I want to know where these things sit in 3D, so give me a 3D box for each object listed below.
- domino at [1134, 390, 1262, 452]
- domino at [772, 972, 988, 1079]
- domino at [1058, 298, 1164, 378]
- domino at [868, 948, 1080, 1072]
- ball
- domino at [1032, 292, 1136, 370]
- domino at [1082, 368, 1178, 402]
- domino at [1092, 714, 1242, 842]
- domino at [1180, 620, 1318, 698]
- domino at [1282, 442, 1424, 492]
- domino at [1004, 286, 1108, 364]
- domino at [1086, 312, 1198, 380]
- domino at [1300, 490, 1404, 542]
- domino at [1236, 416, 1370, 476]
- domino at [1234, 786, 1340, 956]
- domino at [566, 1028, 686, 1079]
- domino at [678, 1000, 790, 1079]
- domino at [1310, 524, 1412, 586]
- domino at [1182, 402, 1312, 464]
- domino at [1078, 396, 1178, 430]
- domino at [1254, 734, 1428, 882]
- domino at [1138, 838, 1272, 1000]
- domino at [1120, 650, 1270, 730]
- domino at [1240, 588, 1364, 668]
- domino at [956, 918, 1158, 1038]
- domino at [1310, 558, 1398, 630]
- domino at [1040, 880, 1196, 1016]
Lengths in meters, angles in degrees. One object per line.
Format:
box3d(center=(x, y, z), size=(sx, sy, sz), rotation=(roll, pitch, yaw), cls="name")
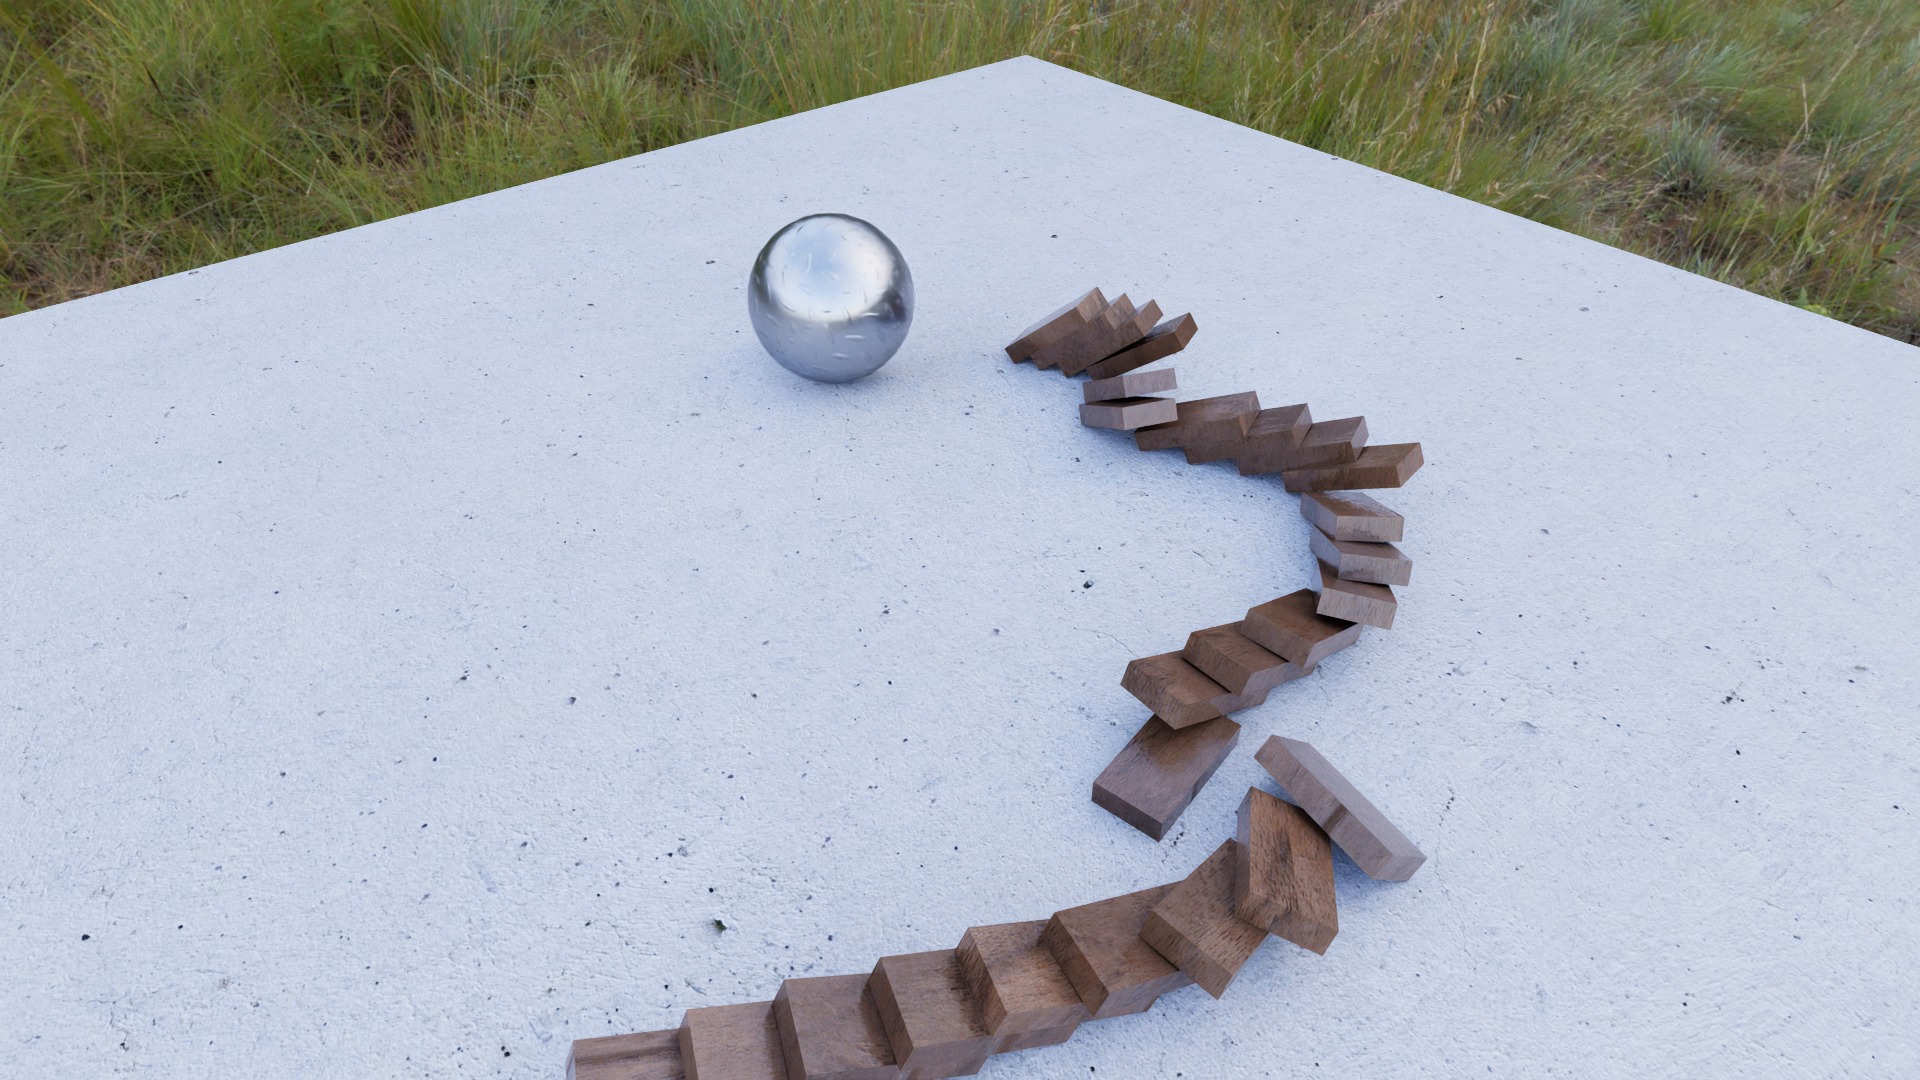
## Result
box3d(center=(0.106, -0.053, 0.492), size=(0.050, 0.009, 0.025), rotation=(-5, 31, 38), cls="domino")
box3d(center=(-0.020, 0.123, 0.278), size=(0.050, 0.010, 0.025), rotation=(8, 33, -29), cls="domino")
box3d(center=(0.073, -0.099, 0.540), size=(0.050, 0.010, 0.025), rotation=(-23, 18, 44), cls="domino")
box3d(center=(0.004, 0.119, 0.283), size=(0.050, 0.009, 0.025), rotation=(6, 33, -31), cls="domino")
box3d(center=(-0.062, -0.116, 0.529), size=(0.080, 0.080, 0.080), rotation=(0, 39, 0), cls="ball")
box3d(center=(0.060, -0.103, 0.545), size=(0.050, 0.010, 0.025), rotation=(-23, 18, 45), cls="domino")
box3d(center=(0.078, -0.072, 0.511), size=(0.025, 0.009, 0.050), rotation=(-11, 7, -13), cls="domino")
box3d(center=(0.067, 0.072, 0.356), size=(0.025, 0.009, 0.050), rotation=(27, 47, 29), cls="domino")
box3d(center=(0.102, 0.039, 0.380), size=(0.050, 0.010, 0.025), rotation=(-5, 33, -45), cls="domino")
box3d(center=(0.164, -0.030, 0.462), size=(0.050, 0.009, 0.025), rotation=(-1, 25, 46), cls="domino")
box3d(center=(0.048, -0.107, 0.550), size=(0.050, 0.009, 0.025), rotation=(-23, 18, 45), cls="domino")
box3d(center=(0.088, -0.093, 0.534), size=(0.050, 0.009, 0.025), rotation=(-18, 22, 38), cls="domino")
box3d(center=(0.155, -0.010, 0.439), size=(0.025, 0.010, 0.050), rotation=(1, 13, 2), cls="domino")
box3d(center=(0.147, -0.040, 0.475), size=(0.050, 0.010, 0.025), rotation=(-6, 27, 37), cls="domino")
box3d(center=(0.093, 0.093, 0.314), size=(0.025, 0.009, 0.050), rotation=(23, 25, 5), cls="domino")
box3d(center=(-0.068, 0.132, 0.266), size=(0.050, 0.010, 0.025), rotation=(7, 34, -29), cls="domino")
box3d(center=(-0.042, 0.128, 0.273), size=(0.050, 0.010, 0.025), rotation=(7, 34, -29), cls="domino")
box3d(center=(0.152, 0.005, 0.420), size=(0.025, 0.009, 0.050), rotation=(7, 14, 4), cls="domino")
box3d(center=(0.126, -0.047, 0.483), size=(0.050, 0.010, 0.025), rotation=(-5, 30, 37), cls="domino")
box3d(center=(0.075, -0.058, 0.496), size=(0.025, 0.010, 0.050), rotation=(-12, 11, -14), cls="domino")
box3d(center=(0.115, 0.081, 0.334), size=(0.025, 0.010, 0.050), rotation=(19, 21, -43), cls="domino")
box3d(center=(0.073, 0.102, 0.302), size=(0.025, 0.010, 0.050), rotation=(34, 29, 27), cls="domino")
box3d(center=(0.080, 0.048, 0.370), size=(0.050, 0.009, 0.025), rotation=(-5, 32, -42), cls="domino")
box3d(center=(0.123, 0.030, 0.391), size=(0.025, 0.010, 0.050), rotation=(31, 25, 32), cls="domino")
box3d(center=(0.026, 0.113, 0.290), size=(0.050, 0.009, 0.025), rotation=(6, 33, -31), cls="domino")
box3d(center=(0.143, 0.019, 0.403), size=(0.025, 0.009, 0.050), rotation=(13, 14, 13), cls="domino")
box3d(center=(0.049, 0.108, 0.295), size=(0.050, 0.010, 0.025), rotation=(1, 35, -37), cls="domino")
